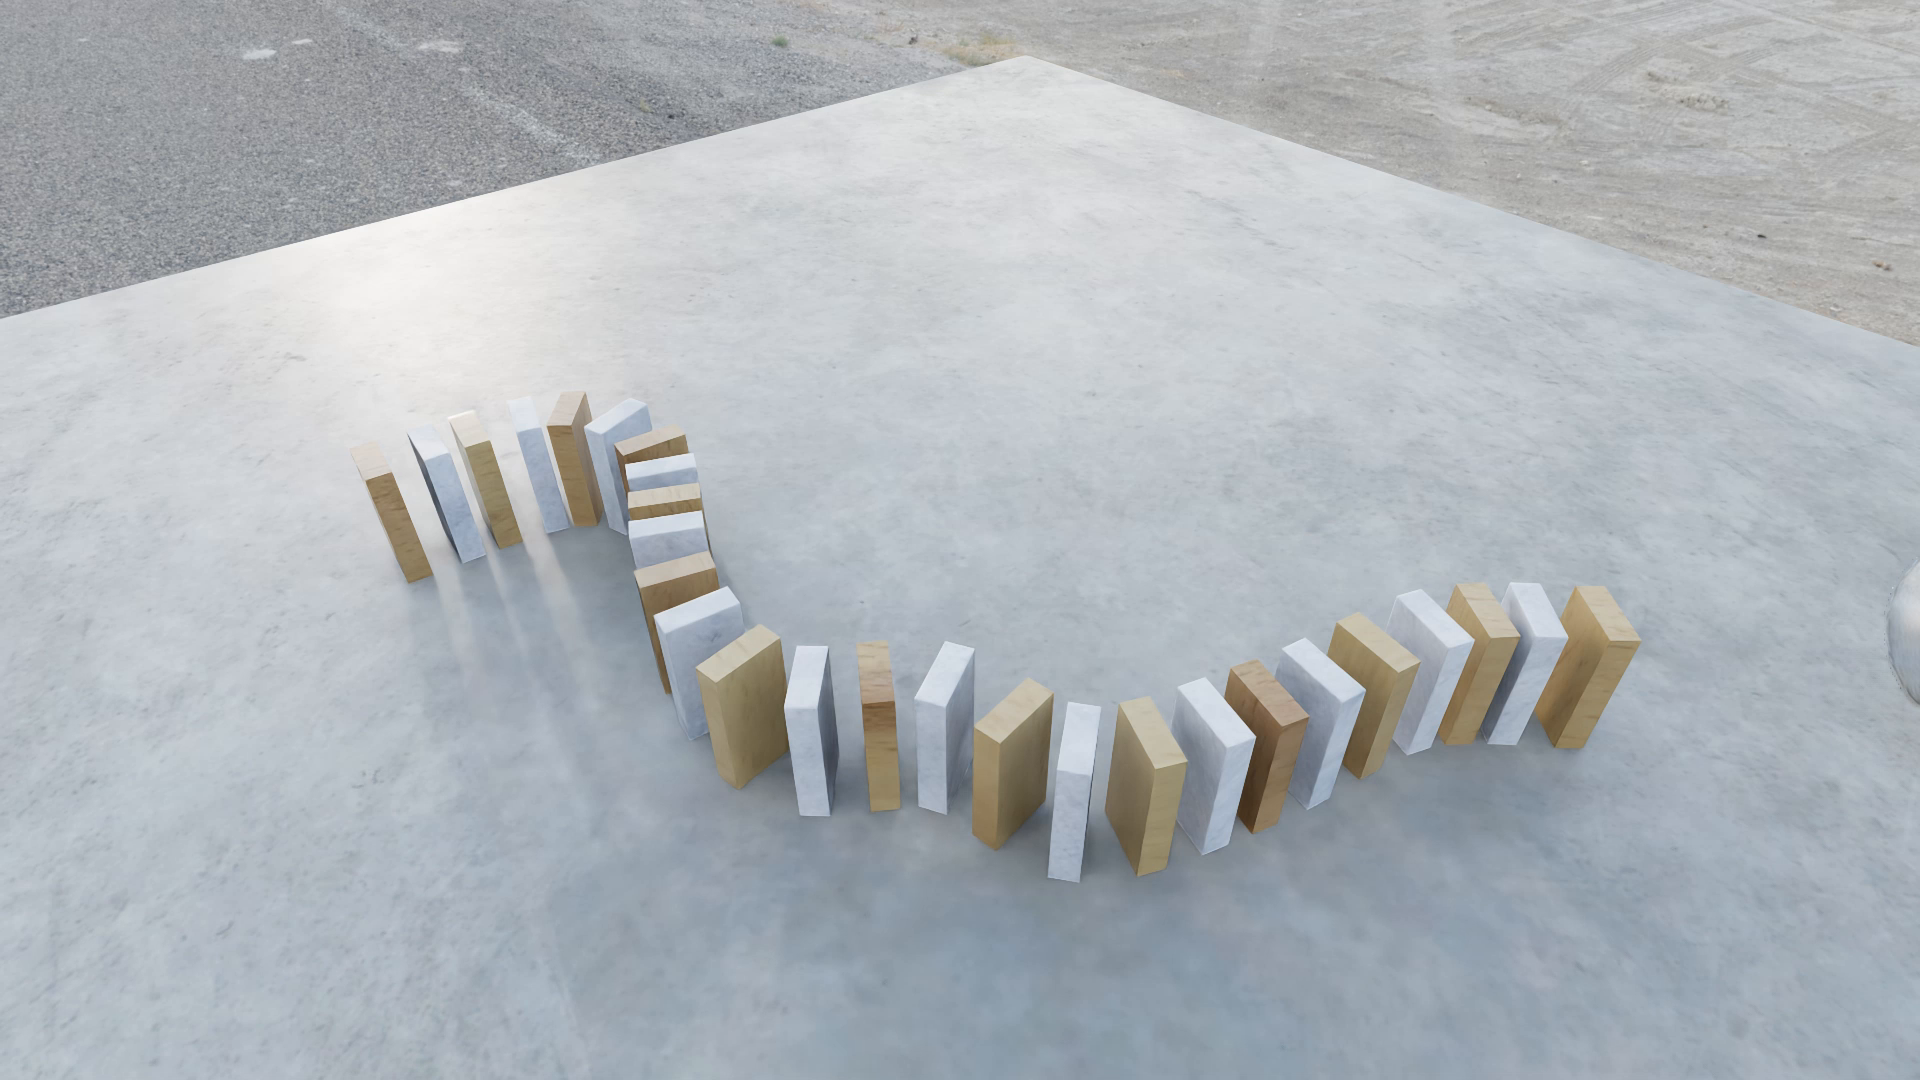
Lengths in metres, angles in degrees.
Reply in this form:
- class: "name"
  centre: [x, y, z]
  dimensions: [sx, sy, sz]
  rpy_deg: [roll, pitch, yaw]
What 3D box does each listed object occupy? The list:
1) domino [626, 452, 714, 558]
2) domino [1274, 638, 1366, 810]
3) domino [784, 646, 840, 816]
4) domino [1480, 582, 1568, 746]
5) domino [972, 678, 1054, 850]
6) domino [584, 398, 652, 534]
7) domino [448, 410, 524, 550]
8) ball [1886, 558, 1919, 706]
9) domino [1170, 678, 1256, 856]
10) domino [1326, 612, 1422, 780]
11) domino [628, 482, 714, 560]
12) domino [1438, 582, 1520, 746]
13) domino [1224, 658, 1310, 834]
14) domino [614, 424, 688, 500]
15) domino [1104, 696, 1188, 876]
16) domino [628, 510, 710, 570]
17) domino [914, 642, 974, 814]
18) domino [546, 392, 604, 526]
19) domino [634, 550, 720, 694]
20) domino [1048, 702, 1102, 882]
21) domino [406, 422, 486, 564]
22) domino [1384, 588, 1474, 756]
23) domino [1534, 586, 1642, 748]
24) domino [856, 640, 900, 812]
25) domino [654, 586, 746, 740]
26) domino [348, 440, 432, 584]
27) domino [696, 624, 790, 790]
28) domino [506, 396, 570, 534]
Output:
- class: "domino"
  centre: [-0.110, -0.008, 0.421]
  dimensions: [0.025, 0.050, 0.010]
  rpy_deg: [-12, 41, -14]
- class: "domino"
  centre: [0.108, 0.057, 0.341]
  dimensions: [0.010, 0.050, 0.025]
  rpy_deg: [-20, 43, -23]
- class: "domino"
  centre: [-0.045, 0.059, 0.339]
  dimensions: [0.009, 0.050, 0.025]
  rpy_deg: [1, 39, 2]
- class: "domino"
  centre: [0.182, 0.041, 0.361]
  dimensions: [0.010, 0.050, 0.025]
  rpy_deg: [2, 39, 2]
- class: "domino"
  centre: [0.016, 0.068, 0.329]
  dimensions: [0.009, 0.050, 0.025]
  rpy_deg: [29, 47, 30]
- class: "domino"
  centre: [-0.135, -0.030, 0.448]
  dimensions: [0.009, 0.050, 0.025]
  rpy_deg: [21, 44, 23]
- class: "domino"
  centre: [-0.190, -0.024, 0.440]
  dimensions: [0.009, 0.050, 0.025]
  rpy_deg: [-23, 45, -25]
- class: "ball"
  centre: [0.347, 0.031, 0.350]
  dimensions: [0.080, 0.080, 0.080]
  rpy_deg: [0, 39, 0]
- class: "domino"
  centre: [0.073, 0.068, 0.328]
  dimensions: [0.009, 0.050, 0.025]
  rpy_deg: [-16, 42, -18]
- class: "domino"
  centre: [0.127, 0.050, 0.350]
  dimensions: [0.010, 0.050, 0.025]
  rpy_deg: [-20, 43, -23]
- class: "domino"
  centre: [-0.105, 0.003, 0.407]
  dimensions: [0.025, 0.050, 0.009]
  rpy_deg: [-9, 40, -11]
- class: "domino"
  centre: [0.166, 0.041, 0.361]
  dimensions: [0.009, 0.050, 0.025]
  rpy_deg: [-3, 39, -3]
- class: "domino"
  centre: [0.090, 0.063, 0.334]
  dimensions: [0.010, 0.050, 0.025]
  rpy_deg: [-16, 42, -18]
- class: "domino"
  centre: [-0.118, -0.019, 0.435]
  dimensions: [0.025, 0.050, 0.009]
  rpy_deg: [-24, 45, -26]
- class: "domino"
  centre: [0.054, 0.073, 0.323]
  dimensions: [0.010, 0.050, 0.025]
  rpy_deg: [-11, 41, -13]
- class: "domino"
  centre: [-0.101, 0.014, 0.395]
  dimensions: [0.025, 0.050, 0.009]
  rpy_deg: [-9, 40, -11]
- class: "domino"
  centre: [-0.004, 0.059, 0.340]
  dimensions: [0.009, 0.050, 0.025]
  rpy_deg: [13, 41, 16]
- class: "domino"
  centre: [-0.156, -0.033, 0.452]
  dimensions: [0.009, 0.050, 0.025]
  rpy_deg: [-1, 39, -2]
- class: "domino"
  centre: [-0.094, 0.029, 0.376]
  dimensions: [0.025, 0.050, 0.010]
  rpy_deg: [-16, 42, -19]
- class: "domino"
  centre: [0.033, 0.074, 0.321]
  dimensions: [0.010, 0.050, 0.025]
  rpy_deg: [7, 40, 9]
- class: "domino"
  centre: [-0.202, -0.018, 0.434]
  dimensions: [0.009, 0.050, 0.025]
  rpy_deg: [-25, 45, -27]
- class: "domino"
  centre: [0.148, 0.043, 0.358]
  dimensions: [0.010, 0.050, 0.025]
  rpy_deg: [-13, 41, -16]
- class: "domino"
  centre: [0.203, 0.042, 0.360]
  dimensions: [0.009, 0.050, 0.025]
  rpy_deg: [0, 39, 0]
- class: "domino"
  centre: [-0.025, 0.058, 0.341]
  dimensions: [0.009, 0.050, 0.025]
  rpy_deg: [-5, 40, -6]
- class: "domino"
  centre: [-0.083, 0.041, 0.361]
  dimensions: [0.025, 0.050, 0.009]
  rpy_deg: [-23, 44, -25]
- class: "domino"
  centre: [-0.219, -0.010, 0.424]
  dimensions: [0.009, 0.050, 0.025]
  rpy_deg: [-24, 45, -27]
- class: "domino"
  centre: [-0.067, 0.053, 0.347]
  dimensions: [0.009, 0.050, 0.025]
  rpy_deg: [29, 47, 31]
- class: "domino"
  centre: [-0.172, -0.030, 0.449]
  dimensions: [0.009, 0.050, 0.025]
  rpy_deg: [-17, 42, -19]
